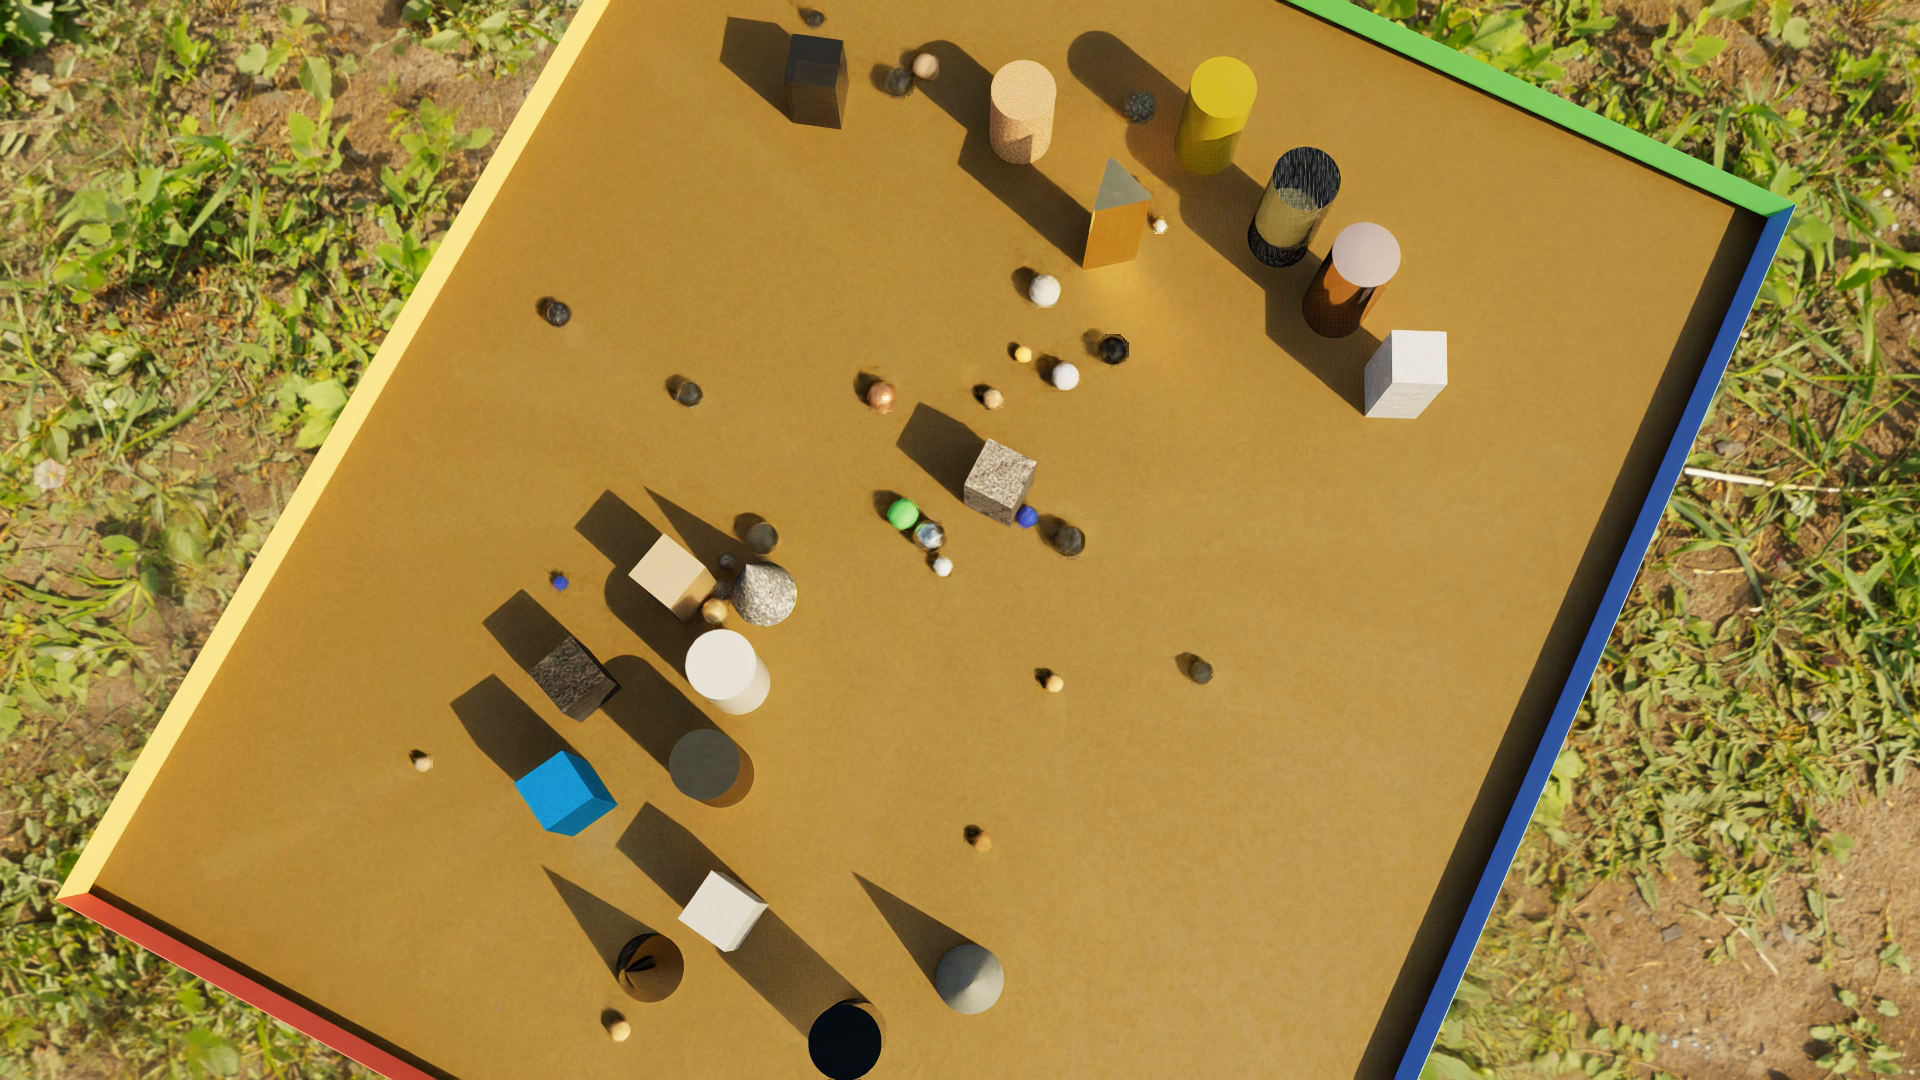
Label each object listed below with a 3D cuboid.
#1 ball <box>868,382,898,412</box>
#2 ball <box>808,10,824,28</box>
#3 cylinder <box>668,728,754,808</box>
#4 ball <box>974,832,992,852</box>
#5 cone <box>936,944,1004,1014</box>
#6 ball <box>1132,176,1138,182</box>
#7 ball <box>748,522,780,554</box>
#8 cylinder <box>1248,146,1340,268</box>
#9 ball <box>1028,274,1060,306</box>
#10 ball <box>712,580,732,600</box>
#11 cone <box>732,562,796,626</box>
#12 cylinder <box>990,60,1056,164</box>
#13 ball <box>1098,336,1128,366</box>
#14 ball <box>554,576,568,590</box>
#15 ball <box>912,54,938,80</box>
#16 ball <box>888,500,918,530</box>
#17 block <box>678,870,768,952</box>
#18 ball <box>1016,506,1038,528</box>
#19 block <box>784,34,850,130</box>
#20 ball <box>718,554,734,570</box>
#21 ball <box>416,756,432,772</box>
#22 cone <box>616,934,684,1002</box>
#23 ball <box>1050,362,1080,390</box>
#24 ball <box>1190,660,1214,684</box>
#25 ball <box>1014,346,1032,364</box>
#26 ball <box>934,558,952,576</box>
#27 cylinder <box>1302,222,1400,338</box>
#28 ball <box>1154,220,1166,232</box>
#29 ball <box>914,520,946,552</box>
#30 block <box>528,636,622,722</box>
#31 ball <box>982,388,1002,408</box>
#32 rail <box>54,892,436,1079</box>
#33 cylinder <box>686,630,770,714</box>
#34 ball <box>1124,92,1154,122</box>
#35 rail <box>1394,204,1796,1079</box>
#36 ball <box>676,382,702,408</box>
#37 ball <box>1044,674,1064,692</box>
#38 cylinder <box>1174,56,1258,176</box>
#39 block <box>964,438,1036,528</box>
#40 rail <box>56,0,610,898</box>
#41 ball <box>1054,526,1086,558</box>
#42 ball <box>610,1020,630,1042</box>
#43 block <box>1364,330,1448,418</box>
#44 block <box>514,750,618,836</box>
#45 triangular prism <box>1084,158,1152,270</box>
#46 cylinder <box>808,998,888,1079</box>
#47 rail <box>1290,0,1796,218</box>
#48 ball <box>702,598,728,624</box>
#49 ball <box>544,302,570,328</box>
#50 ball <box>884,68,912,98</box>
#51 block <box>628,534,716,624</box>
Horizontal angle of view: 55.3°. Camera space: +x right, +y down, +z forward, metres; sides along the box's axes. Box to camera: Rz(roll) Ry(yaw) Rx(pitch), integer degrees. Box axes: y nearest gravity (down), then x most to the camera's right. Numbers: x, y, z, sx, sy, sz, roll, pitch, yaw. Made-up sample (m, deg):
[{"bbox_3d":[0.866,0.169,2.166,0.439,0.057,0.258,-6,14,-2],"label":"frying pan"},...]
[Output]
[{"bbox_3d":[-0.240,-0.444,5.661,0.093,0.093,0.093,0,78,0],"label":"ball"},{"bbox_3d":[-0.466,-1.688,5.938,0.055,0.055,0.055,0,78,0],"label":"ball"},{"bbox_3d":[-0.713,0.662,5.292,0.199,0.368,0.199,0,78,0],"label":"cylinder"},{"bbox_3d":[0.066,0.891,5.403,0.056,0.056,0.056,0,78,0],"label":"ball"},{"bbox_3d":[0.029,1.238,5.134,0.199,0.443,0.199,0,78,0],"label":"cone"},{"bbox_3d":[0.543,-1.136,5.827,0.048,0.048,0.048,0,78,0],"label":"ball"},{"bbox_3d":[-0.598,-0.004,5.568,0.097,0.097,0.097,0,78,0],"label":"ball"},{"bbox_3d":[1.012,-1.006,5.581,0.199,0.478,0.199,0,78,0],"label":"cylinder"},{"bbox_3d":[0.265,-0.780,5.727,0.099,0.099,0.099,0,78,0],"label":"ball"},{"bbox_3d":[-0.719,0.154,5.551,0.060,0.060,0.060,0,78,0],"label":"ball"},{"bbox_3d":[-0.596,0.116,5.346,0.199,0.483,0.199,0,78,0],"label":"cone"},{"bbox_3d":[0.194,-1.333,5.725,0.199,0.327,0.199,0,78,0],"label":"cylinder"},{"bbox_3d":[0.475,-0.588,5.692,0.090,0.090,0.090,0,78,0],"label":"ball"},{"bbox_3d":[-1.212,0.131,5.567,0.045,0.045,0.045,0,78,0],"label":"ball"},{"bbox_3d":[-0.111,-1.523,5.890,0.082,0.082,0.082,0,78,0],"label":"ball"},{"bbox_3d":[-0.174,-0.078,5.585,0.093,0.093,0.093,0,78,0],"label":"ball"},{"bbox_3d":[-0.673,1.062,5.244,0.159,0.299,0.159,34,80,7],"label":"block"},{"bbox_3d":[0.205,-0.071,5.587,0.069,0.069,0.069,0,78,0],"label":"ball"},{"bbox_3d":[-0.448,-1.438,5.760,0.159,0.302,0.159,8,78,2],"label":"block"},{"bbox_3d":[-0.710,0.067,5.578,0.048,0.048,0.048,0,78,0],"label":"ball"},{"bbox_3d":[-1.597,0.666,5.454,0.048,0.048,0.048,0,78,0],"label":"ball"},{"bbox_3d":[-0.906,1.208,5.151,0.199,0.421,0.199,0,78,0],"label":"cone"},{"bbox_3d":[0.325,-0.506,5.677,0.088,0.088,0.088,0,78,0],"label":"ball"},{"bbox_3d":[0.725,0.397,5.498,0.070,0.070,0.070,0,78,0],"label":"ball"},{"bbox_3d":[0.197,-0.577,5.710,0.052,0.052,0.052,0,78,0],"label":"ball"},{"bbox_3d":[-0.051,0.081,5.571,0.056,0.056,0.056,0,78,0],"label":"ball"},{"bbox_3d":[1.176,-0.778,5.535,0.199,0.475,0.199,0,78,0],"label":"cylinder"},{"bbox_3d":[0.633,-0.994,5.802,0.040,0.040,0.040,0,78,0],"label":"ball"},{"bbox_3d":[-0.093,-0.012,5.568,0.099,0.099,0.099,0,78,0],"label":"ball"},{"bbox_3d":[-1.131,0.413,5.397,0.159,0.263,0.159,-41,81,-8],"label":"block"},{"bbox_3d":[0.101,-0.438,5.675,0.063,0.063,0.063,0,78,0],"label":"ball"},{"bbox_3d":[-0.935,1.838,5.169,3.709,0.129,0.045,26,80,5],"label":"rail"},{"bbox_3d":[-0.671,0.389,5.335,0.199,0.394,0.199,0,78,0],"label":"cylinder"},{"bbox_3d":[0.573,-1.383,5.855,0.094,0.094,0.094,0,78,0],"label":"ball"},{"bbox_3d":[1.637,0.809,5.382,0.045,0.129,4.230,26,80,5],"label":"rail"},{"bbox_3d":[-0.837,-0.450,5.669,0.080,0.080,0.080,0,78,0],"label":"ball"},{"bbox_3d":[0.282,0.431,5.499,0.055,0.055,0.055,0,78,0],"label":"ball"},{"bbox_3d":[0.786,-1.306,5.669,0.199,0.427,0.199,0,78,0],"label":"cylinder"},{"bbox_3d":[0.119,-0.169,5.516,0.159,0.267,0.159,27,80,5],"label":"block"},{"bbox_3d":[-1.637,-0.795,5.714,0.045,0.129,4.230,26,80,5],"label":"rail"},{"bbox_3d":[0.334,0.004,5.566,0.098,0.098,0.098,0,78,0],"label":"ball"},{"bbox_3d":[-0.982,1.415,5.292,0.061,0.061,0.061,0,78,0],"label":"ball"},{"bbox_3d":[1.340,-0.496,5.527,0.159,0.376,0.159,2,78,0],"label":"block"},{"bbox_3d":[-1.128,0.733,5.274,0.159,0.374,0.159,-35,80,-7],"label":"block"},{"bbox_3d":[0.456,-0.995,5.569,0.172,0.496,0.149,-13,79,-3],"label":"triangular prism"},{"bbox_3d":[-0.310,1.393,5.126,0.199,0.395,0.199,0,78,0],"label":"cylinder"},{"bbox_3d":[0.935,-1.825,5.927,3.709,0.129,0.045,26,80,5],"label":"rail"},{"bbox_3d":[-0.741,0.215,5.532,0.076,0.076,0.076,0,78,0],"label":"ball"},{"bbox_3d":[-1.256,-0.704,5.722,0.080,0.080,0.080,0,78,0],"label":"ball"},{"bbox_3d":[-0.197,-1.464,5.873,0.093,0.093,0.093,0,78,0],"label":"ball"},{"bbox_3d":[-0.849,0.118,5.448,0.159,0.283,0.159,38,81,7],"label":"block"}]
